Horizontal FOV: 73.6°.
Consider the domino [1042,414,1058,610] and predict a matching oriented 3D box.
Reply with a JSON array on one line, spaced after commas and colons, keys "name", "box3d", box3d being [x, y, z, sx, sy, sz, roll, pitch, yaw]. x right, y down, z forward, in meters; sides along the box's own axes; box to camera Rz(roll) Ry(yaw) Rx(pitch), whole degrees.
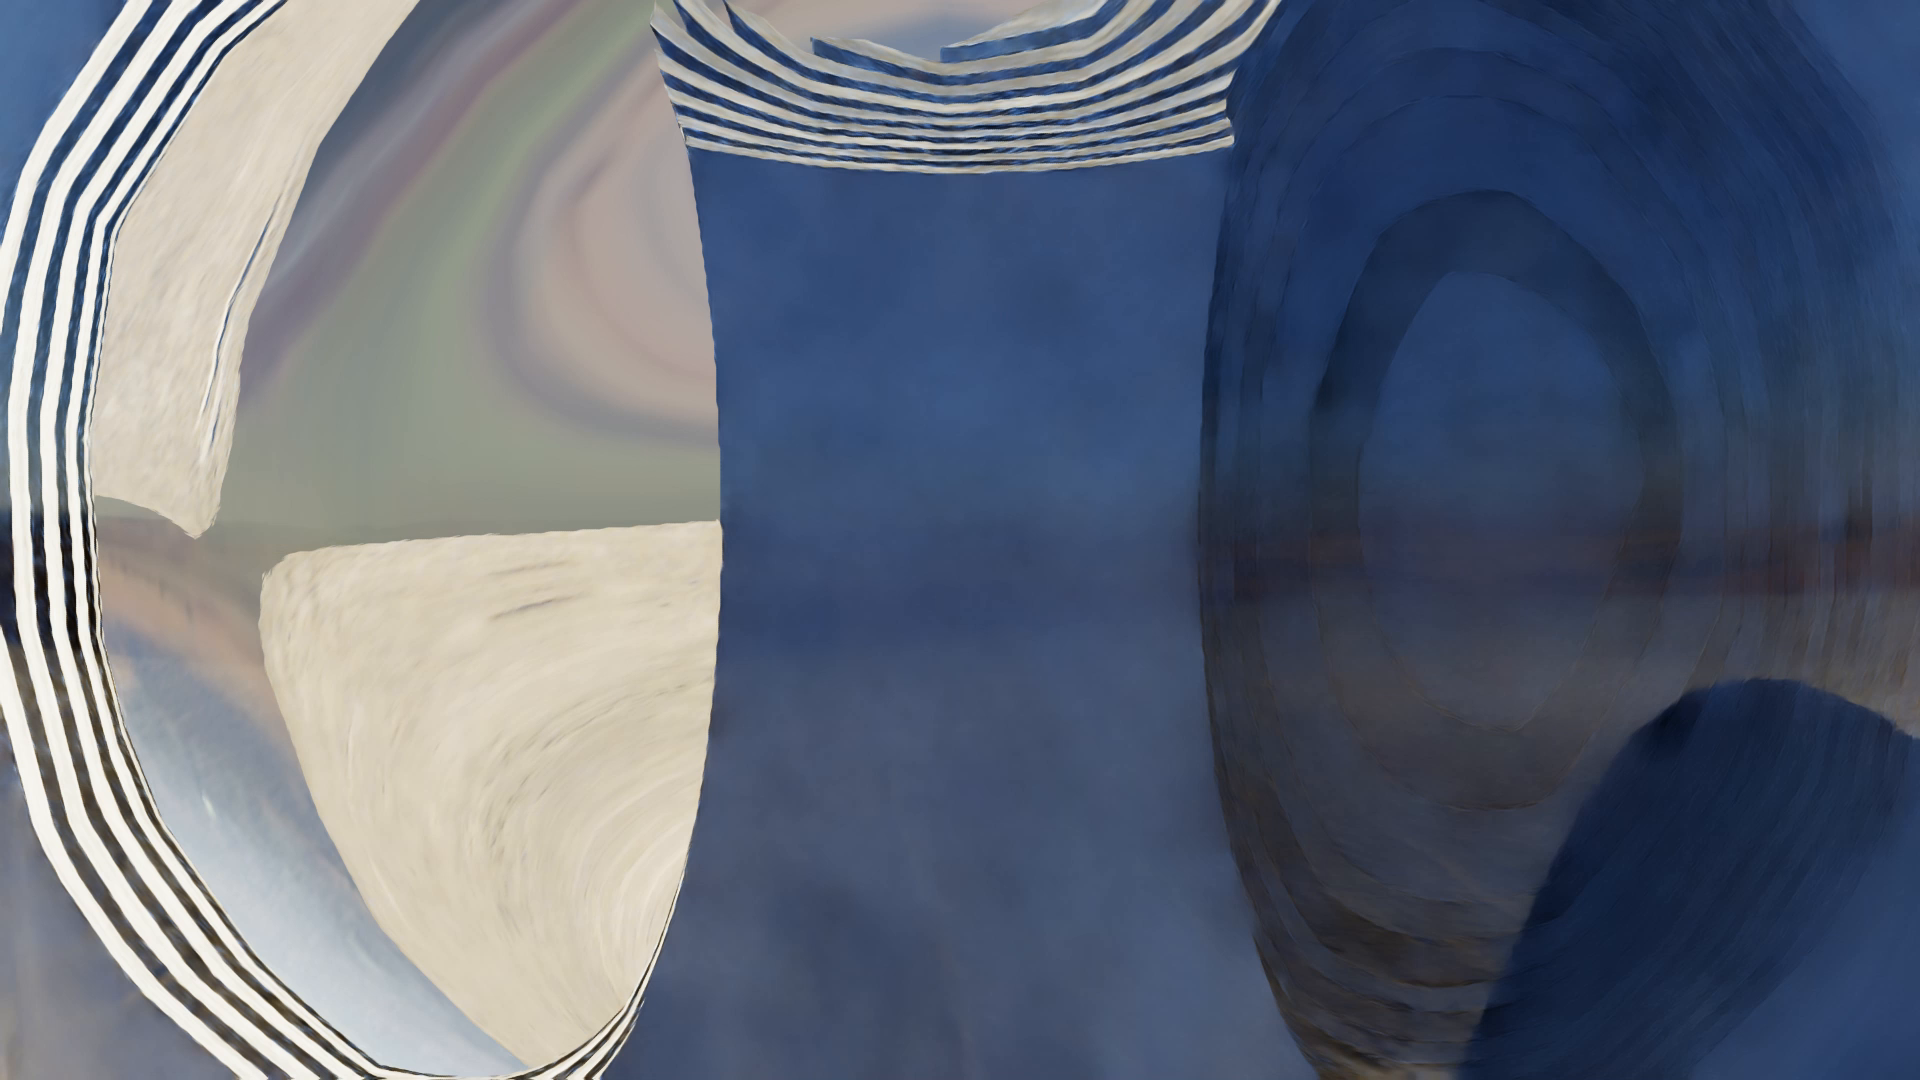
[{"name": "domino", "box3d": [0.012, -0.008, 0.339, 0.025, 0.050, 0.010, 2, 5, 27]}]

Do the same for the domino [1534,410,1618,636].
[{"name": "domino", "box3d": [0.142, -0.005, 0.295, 0.010, 0.050, 0.025, 4, 6, 41]}]

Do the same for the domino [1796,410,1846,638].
[{"name": "domino", "box3d": [0.192, -0.004, 0.291, 0.025, 0.050, 0.009, -3, 5, -33]}]

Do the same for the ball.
[{"name": "ball", "box3d": [0.000, -0.002, 0.056, 0.080, 0.080, 0.080, 0, 4, 0]}]

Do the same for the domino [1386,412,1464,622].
[{"name": "domino", "box3d": [0.115, -0.006, 0.318, 0.010, 0.050, 0.025, 3, 5, 38]}]

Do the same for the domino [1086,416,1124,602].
[{"name": "domino", "box3d": [0.039, -0.009, 0.358, 0.009, 0.050, 0.025, 0, 4, 0]}]

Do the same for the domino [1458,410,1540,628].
[{"name": "domino", "box3d": [0.129, -0.005, 0.307, 0.010, 0.050, 0.025, 4, 6, 40]}]

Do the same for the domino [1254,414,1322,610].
[{"name": "domino", "box3d": [0.087, -0.008, 0.338, 0.010, 0.050, 0.025, 3, 5, 34]}]

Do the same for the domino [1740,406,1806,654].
[{"name": "domino", "box3d": [0.172, -0.003, 0.272, 0.009, 0.050, 0.025, 3, 5, 32]}]

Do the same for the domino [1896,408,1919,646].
[{"name": "domino", "box3d": [0.205, -0.003, 0.280, 0.009, 0.050, 0.025, 3, 5, 31]}]

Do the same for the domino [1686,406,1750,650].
[{"name": "domino", "box3d": [0.163, -0.003, 0.276, 0.009, 0.050, 0.025, 3, 5, 32]}]

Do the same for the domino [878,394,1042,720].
[{"name": "domino", "box3d": [0.000, 0.002, 0.201, 0.025, 0.050, 0.010, 0, 4, 0]}]

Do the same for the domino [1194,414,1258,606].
[{"name": "domino", "box3d": [0.072, -0.009, 0.347, 0.009, 0.050, 0.025, 2, 5, 29]}]

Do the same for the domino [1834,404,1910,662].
[{"name": "domino", "box3d": [0.186, -0.002, 0.262, 0.010, 0.050, 0.025, 3, 5, 33]}]

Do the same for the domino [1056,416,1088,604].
[{"name": "domino", "box3d": [0.023, -0.009, 0.352, 0.010, 0.050, 0.025, -3, 5, -38]}]

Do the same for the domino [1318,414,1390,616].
[{"name": "domino", "box3d": [0.101, -0.007, 0.328, 0.010, 0.050, 0.025, 3, 5, 36]}]

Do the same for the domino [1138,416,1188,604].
[{"name": "domino", "box3d": [0.056, -0.009, 0.355, 0.009, 0.050, 0.025, 1, 5, 18]}]

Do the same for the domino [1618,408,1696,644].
[{"name": "domino", "box3d": [0.155, -0.004, 0.284, 0.010, 0.050, 0.025, 4, 6, 41]}]
